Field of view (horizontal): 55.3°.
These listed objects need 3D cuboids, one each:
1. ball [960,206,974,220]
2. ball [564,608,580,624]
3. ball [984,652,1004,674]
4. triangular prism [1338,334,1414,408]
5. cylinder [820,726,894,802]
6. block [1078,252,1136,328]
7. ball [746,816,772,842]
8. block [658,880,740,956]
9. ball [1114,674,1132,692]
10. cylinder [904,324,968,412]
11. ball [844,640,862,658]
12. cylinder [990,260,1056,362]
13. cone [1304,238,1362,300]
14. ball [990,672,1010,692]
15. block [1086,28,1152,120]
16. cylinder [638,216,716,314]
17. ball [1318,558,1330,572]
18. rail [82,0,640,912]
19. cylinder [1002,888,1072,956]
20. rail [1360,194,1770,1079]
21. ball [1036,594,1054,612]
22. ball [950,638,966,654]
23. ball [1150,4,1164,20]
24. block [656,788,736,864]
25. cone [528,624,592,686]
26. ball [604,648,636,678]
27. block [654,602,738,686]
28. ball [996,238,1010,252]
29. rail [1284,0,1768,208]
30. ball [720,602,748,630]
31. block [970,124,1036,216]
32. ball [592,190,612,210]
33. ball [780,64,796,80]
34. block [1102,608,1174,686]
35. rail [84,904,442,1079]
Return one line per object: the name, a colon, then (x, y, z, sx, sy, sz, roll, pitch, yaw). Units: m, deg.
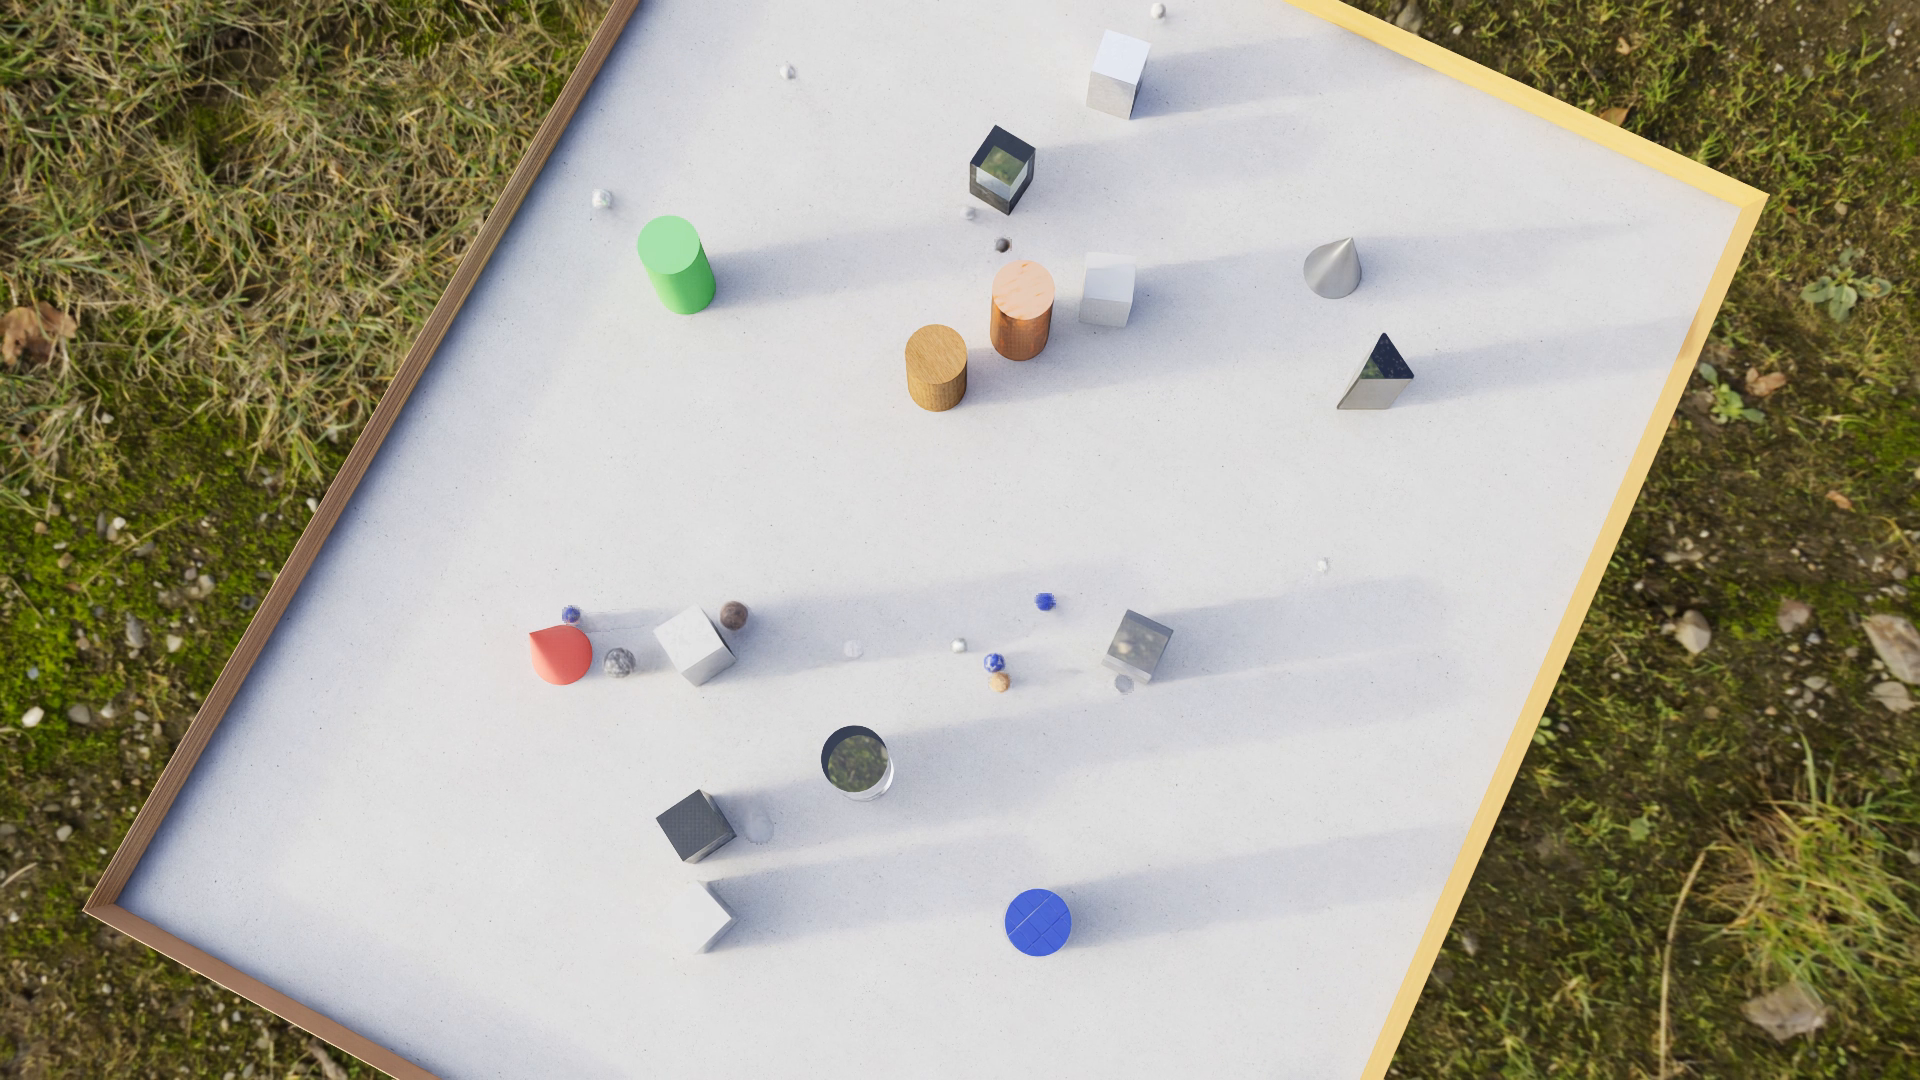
ball: (0.023, -1.039, 5.809, 0.042, 0.042, 0.042, 0, 78, 0)
ball: (-1.174, 0.227, 5.545, 0.049, 0.049, 0.049, 0, 78, 0)
ball: (0.100, 0.370, 5.509, 0.061, 0.061, 0.061, 0, 78, 0)
triangular prism: (1.251, -0.511, 5.552, 0.160, 0.333, 0.139, 0, 78, 0)
cylinder: (-0.291, 0.646, 5.258, 0.185, 0.440, 0.185, 0, 78, 0)
block: (0.454, -0.772, 5.656, 0.148, 0.235, 0.148, 6, 78, 1)
ball: (-0.592, 0.851, 5.402, 0.075, 0.075, 0.075, 0, 78, 0)
block: (-0.749, 1.087, 5.274, 0.148, 0.231, 0.148, -44, 82, -8)
ball: (0.490, 0.430, 5.500, 0.053, 0.053, 0.053, 0, 78, 0)
cylinder: (-0.071, -0.519, 5.568, 0.185, 0.305, 0.185, 0, 78, 0)
ball: (-0.324, 0.327, 5.521, 0.054, 0.054, 0.054, 0, 78, 0)
cylinder: (0.186, -0.691, 5.552, 0.185, 0.406, 0.185, 0, 78, 0)
cone: (1.177, -0.879, 5.644, 0.185, 0.302, 0.185, 0, 78, 0)
ball: (0.120, 0.428, 5.497, 0.060, 0.060, 0.060, 0, 78, 0)
block: (0.498, -1.467, 5.789, 0.148, 0.256, 0.148, 19, 79, 4)
cylinder: (-0.862, -0.836, 5.600, 0.185, 0.371, 0.185, 0, 78, 0)
ball: (1.108, 0.078, 5.580, 0.041, 0.041, 0.041, 0, 78, 0)
rail: (-1.562, -0.758, 5.711, 0.045, 0.120, 4.218, 26, 80, 5)
cylinder: (0.216, 1.091, 5.228, 0.185, 0.318, 0.185, 0, 78, 0)
rail: (1.562, 0.771, 5.395, 0.045, 0.120, 4.218, 26, 80, 5)
ball: (0.256, 0.190, 5.550, 0.053, 0.053, 0.053, 0, 78, 0)
ball: (-0.007, 0.318, 5.526, 0.049, 0.049, 0.049, 0, 78, 0)
ball: (0.642, -1.713, 5.947, 0.046, 0.046, 0.046, 0, 78, 0)
block: (-0.763, 0.833, 5.317, 0.148, 0.248, 0.148, -33, 80, -6)
cone: (-1.204, 0.304, 5.331, 0.185, 0.436, 0.185, 0, 78, 0)
ball: (-1.019, 0.368, 5.493, 0.092, 0.092, 0.092, 0, 78, 0)
block: (-0.775, 0.312, 5.387, 0.148, 0.322, 0.148, -33, 80, -6)
ball: (0.134, -0.932, 5.785, 0.047, 0.047, 0.047, 0, 78, 0)
rail: (0.933, -1.820, 5.930, 3.540, 0.120, 0.045, 26, 80, 5)
ball: (-0.681, 0.229, 5.524, 0.087, 0.087, 0.087, 0, 78, 0)
block: (0.132, -1.154, 5.732, 0.148, 0.241, 0.148, 32, 80, 6)
ball: (-1.136, -1.079, 5.808, 0.061, 0.061, 0.061, 0, 78, 0)
ball: (-0.554, -1.508, 5.903, 0.049, 0.049, 0.049, 0, 78, 0)
block: (0.524, 0.319, 5.434, 0.148, 0.228, 0.148, 25, 79, 5)
rail: (-0.933, 1.833, 5.175, 3.540, 0.120, 0.045, 26, 80, 5)
